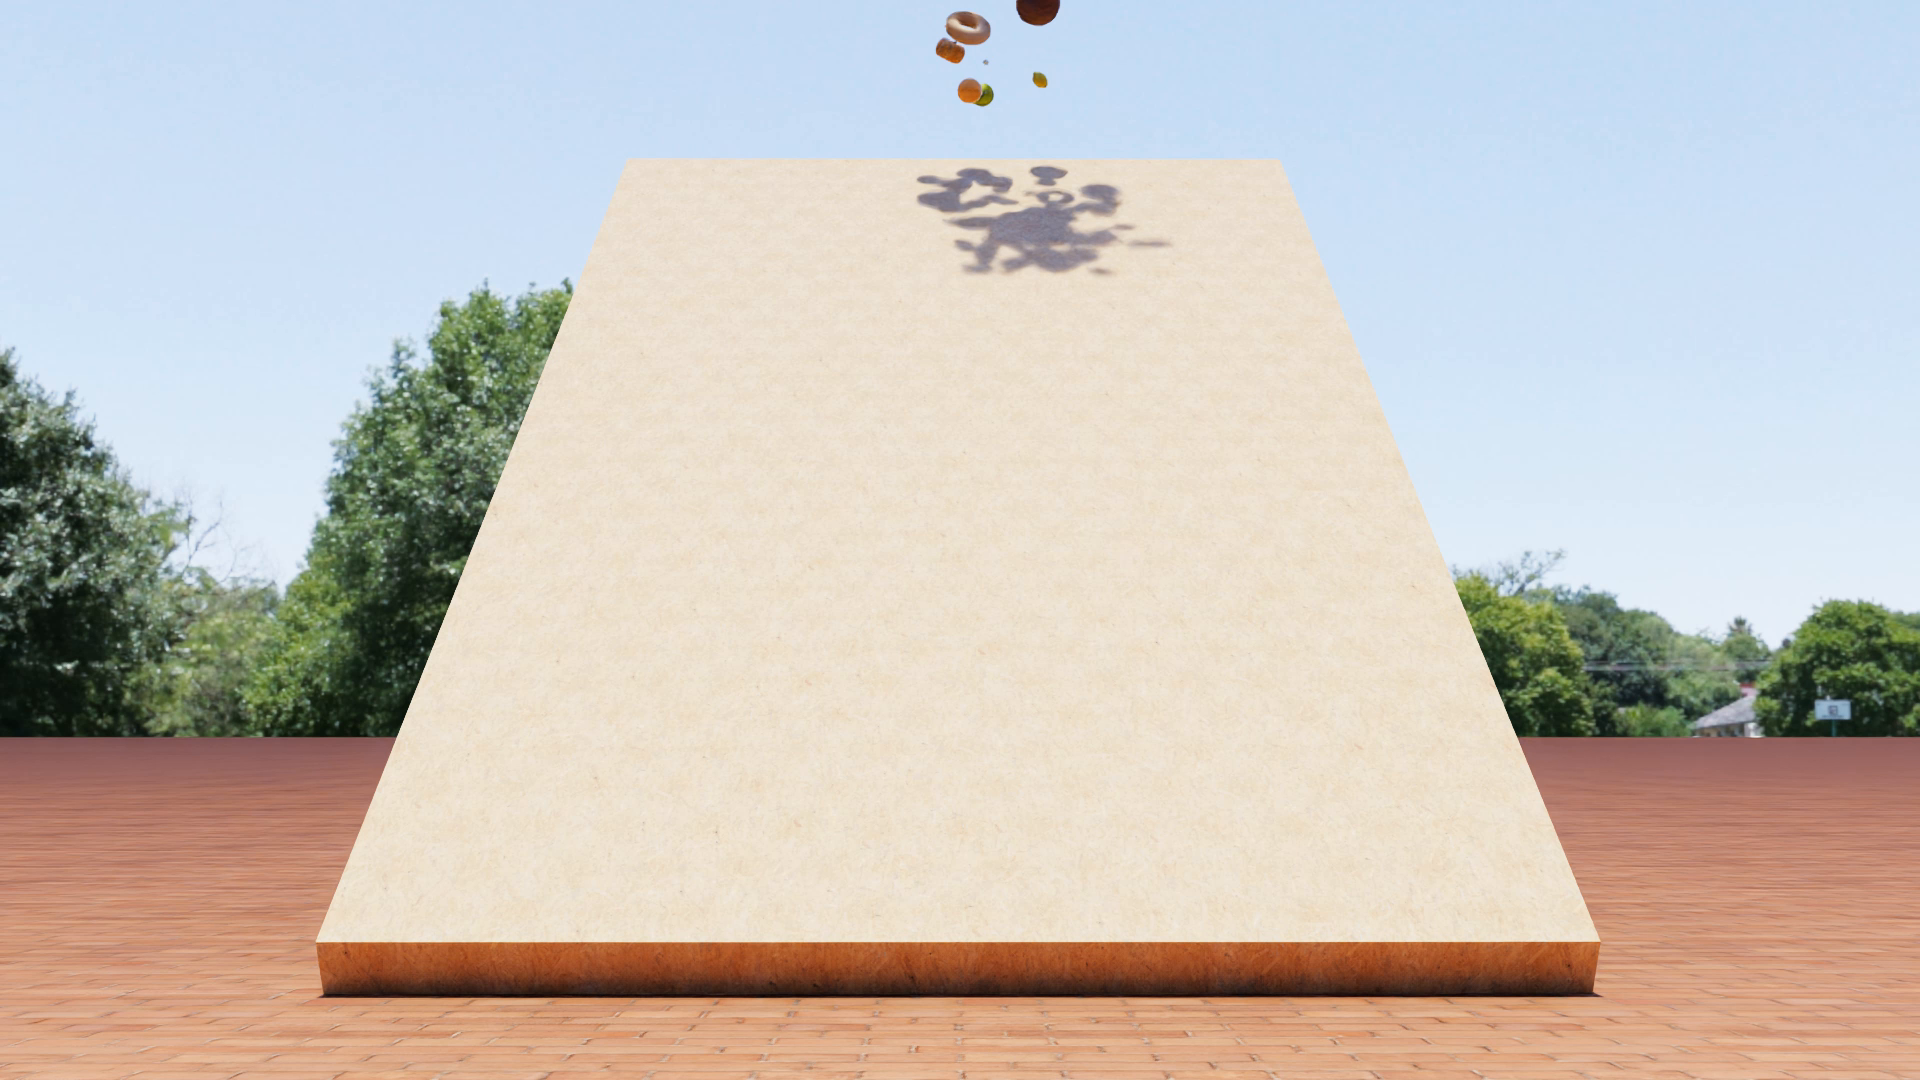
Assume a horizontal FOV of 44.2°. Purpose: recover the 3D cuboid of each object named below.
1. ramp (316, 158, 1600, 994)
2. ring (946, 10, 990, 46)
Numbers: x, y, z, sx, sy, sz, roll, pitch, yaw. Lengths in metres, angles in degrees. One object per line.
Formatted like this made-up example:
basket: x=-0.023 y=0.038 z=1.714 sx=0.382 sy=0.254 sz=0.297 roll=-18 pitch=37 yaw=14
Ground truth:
ramp: x=-0.010 y=-0.227 z=5.492 sx=2.000 sy=0.100 sz=4.000 roll=0 pitch=27 yaw=0
ring: x=0.023 y=-1.472 z=6.799 sx=0.134 sy=0.134 sz=0.045 roll=1 pitch=-42 yaw=-15
